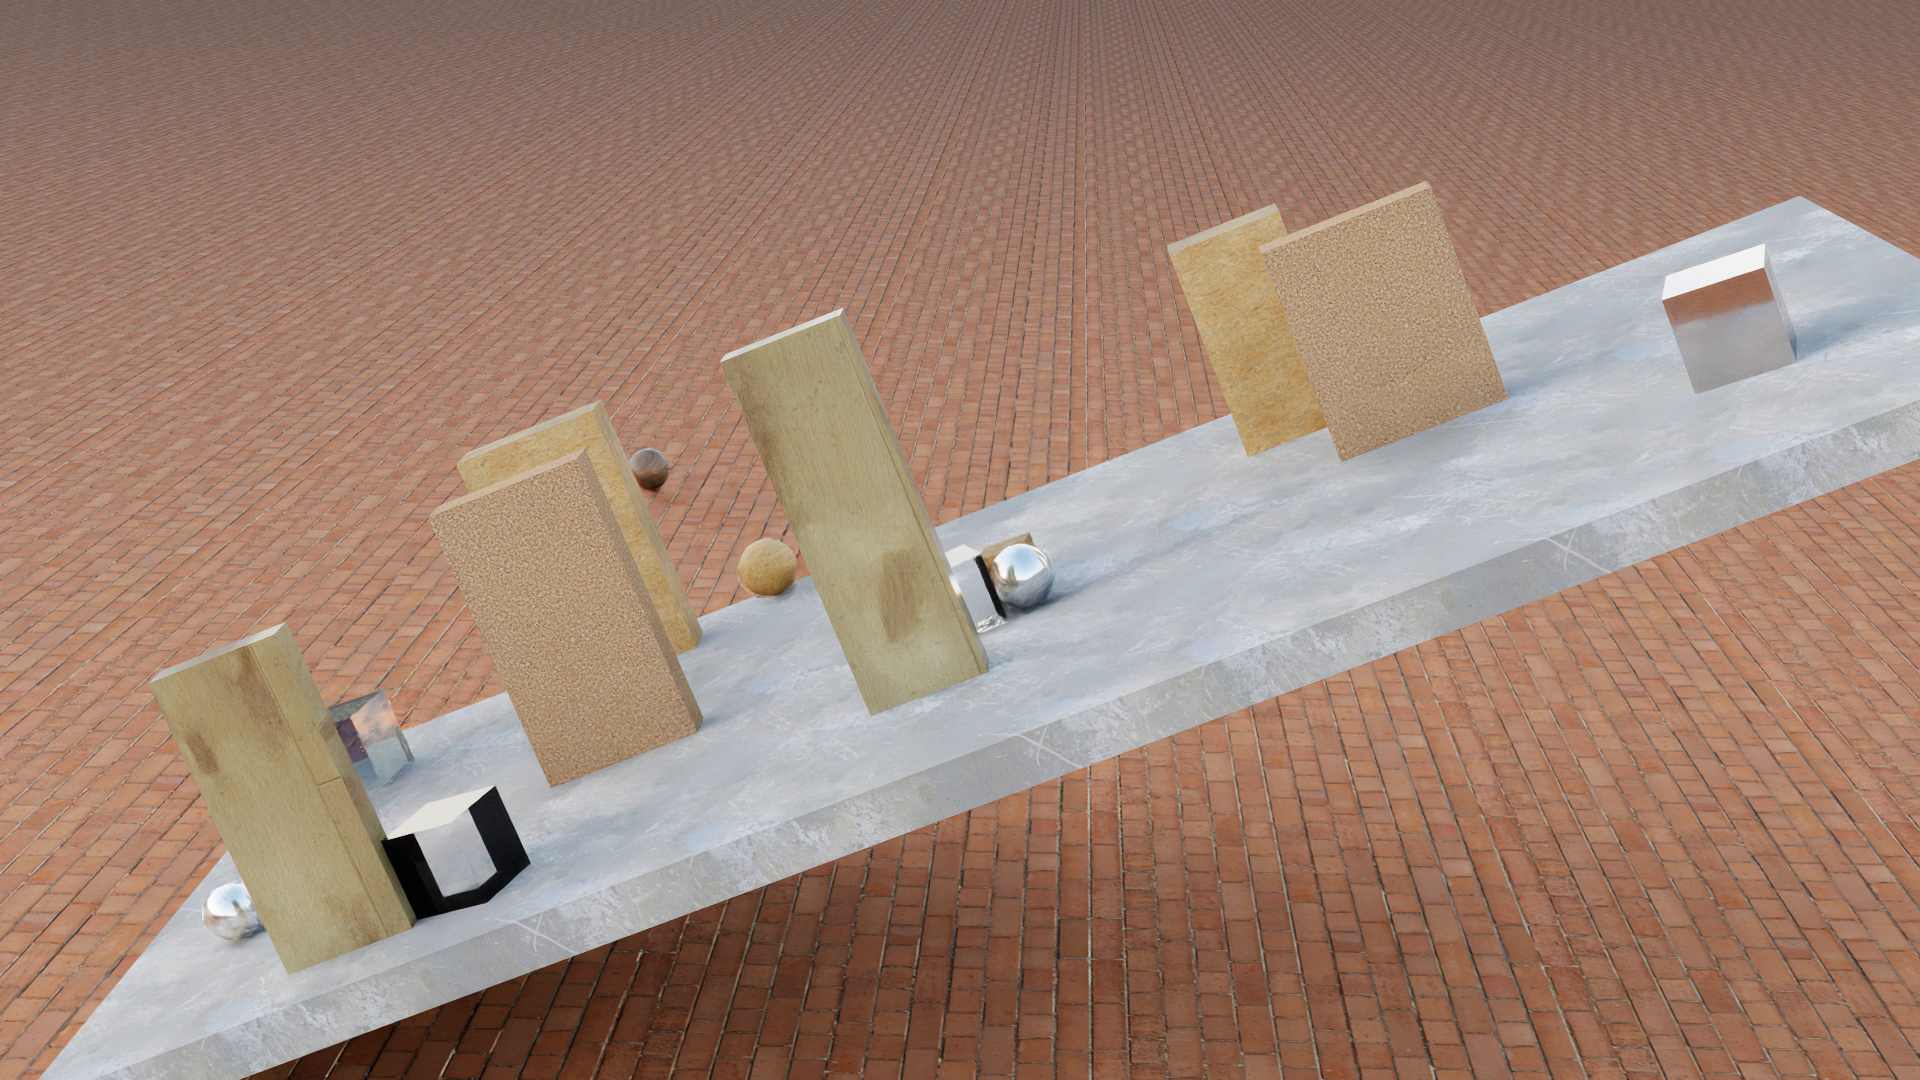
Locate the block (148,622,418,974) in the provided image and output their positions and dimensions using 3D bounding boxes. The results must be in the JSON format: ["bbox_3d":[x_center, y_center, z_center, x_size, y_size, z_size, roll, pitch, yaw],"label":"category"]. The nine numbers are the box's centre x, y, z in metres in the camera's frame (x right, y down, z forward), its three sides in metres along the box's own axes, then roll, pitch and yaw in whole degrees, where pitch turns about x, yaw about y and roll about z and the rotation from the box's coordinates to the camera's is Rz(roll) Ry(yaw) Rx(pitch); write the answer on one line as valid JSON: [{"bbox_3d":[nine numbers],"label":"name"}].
[{"bbox_3d":[-1.295,0.500,5.660,0.266,0.631,0.089,-21,12,7],"label":"block"}]

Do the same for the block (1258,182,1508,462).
[{"bbox_3d":[0.901,-0.463,6.260,0.377,0.483,0.100,-21,12,7],"label":"block"}]

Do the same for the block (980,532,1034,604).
[{"bbox_3d":[0.109,0.064,6.293,0.107,0.107,0.107,-18,13,18],"label":"block"}]

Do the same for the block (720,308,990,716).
[{"bbox_3d":[-0.202,-0.051,5.770,0.250,0.765,0.084,-21,12,7],"label":"block"}]

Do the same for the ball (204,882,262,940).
[{"bbox_3d":[-1.506,0.770,6.097,0.120,0.120,0.120,0,14,0],"label":"ball"}]

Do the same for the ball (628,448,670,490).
[{"bbox_3d":[-1.172,-0.266,11.067,0.157,0.157,0.157,0,14,0],"label":"ball"}]

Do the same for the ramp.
[{"bbox_3d":[0.124,0.173,6.290,4.000,0.100,2.000,-21,12,7],"label":"ramp"}]

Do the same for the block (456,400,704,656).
[{"bbox_3d":[-0.909,0.024,7.061,0.353,0.623,0.134,-21,12,7],"label":"block"}]

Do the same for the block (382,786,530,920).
[{"bbox_3d":[-0.980,0.608,5.727,0.172,0.172,0.172,-16,13,27],"label":"block"}]

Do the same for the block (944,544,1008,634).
[{"bbox_3d":[-0.015,0.120,6.160,0.154,0.154,0.154,-24,12,-9],"label":"block"}]

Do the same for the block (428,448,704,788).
[{"bbox_3d":[-0.834,0.168,6.255,0.342,0.639,0.107,-21,12,7],"label":"block"}]

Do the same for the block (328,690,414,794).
[{"bbox_3d":[-1.455,0.501,7.010,0.190,0.190,0.190,-19,13,18],"label":"block"}]

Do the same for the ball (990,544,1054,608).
[{"bbox_3d":[0.129,0.075,6.143,0.135,0.135,0.135,0,14,0],"label":"ball"}]

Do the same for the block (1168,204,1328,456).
[{"bbox_3d":[0.684,-0.476,6.671,0.261,0.498,0.141,-21,12,7],"label":"block"}]

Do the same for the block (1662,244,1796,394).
[{"bbox_3d":[1.499,-0.431,5.725,0.199,0.199,0.199,-18,13,21],"label":"block"}]

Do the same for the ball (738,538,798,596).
[{"bbox_3d":[-0.473,0.068,7.241,0.143,0.143,0.143,0,14,0],"label":"ball"}]
